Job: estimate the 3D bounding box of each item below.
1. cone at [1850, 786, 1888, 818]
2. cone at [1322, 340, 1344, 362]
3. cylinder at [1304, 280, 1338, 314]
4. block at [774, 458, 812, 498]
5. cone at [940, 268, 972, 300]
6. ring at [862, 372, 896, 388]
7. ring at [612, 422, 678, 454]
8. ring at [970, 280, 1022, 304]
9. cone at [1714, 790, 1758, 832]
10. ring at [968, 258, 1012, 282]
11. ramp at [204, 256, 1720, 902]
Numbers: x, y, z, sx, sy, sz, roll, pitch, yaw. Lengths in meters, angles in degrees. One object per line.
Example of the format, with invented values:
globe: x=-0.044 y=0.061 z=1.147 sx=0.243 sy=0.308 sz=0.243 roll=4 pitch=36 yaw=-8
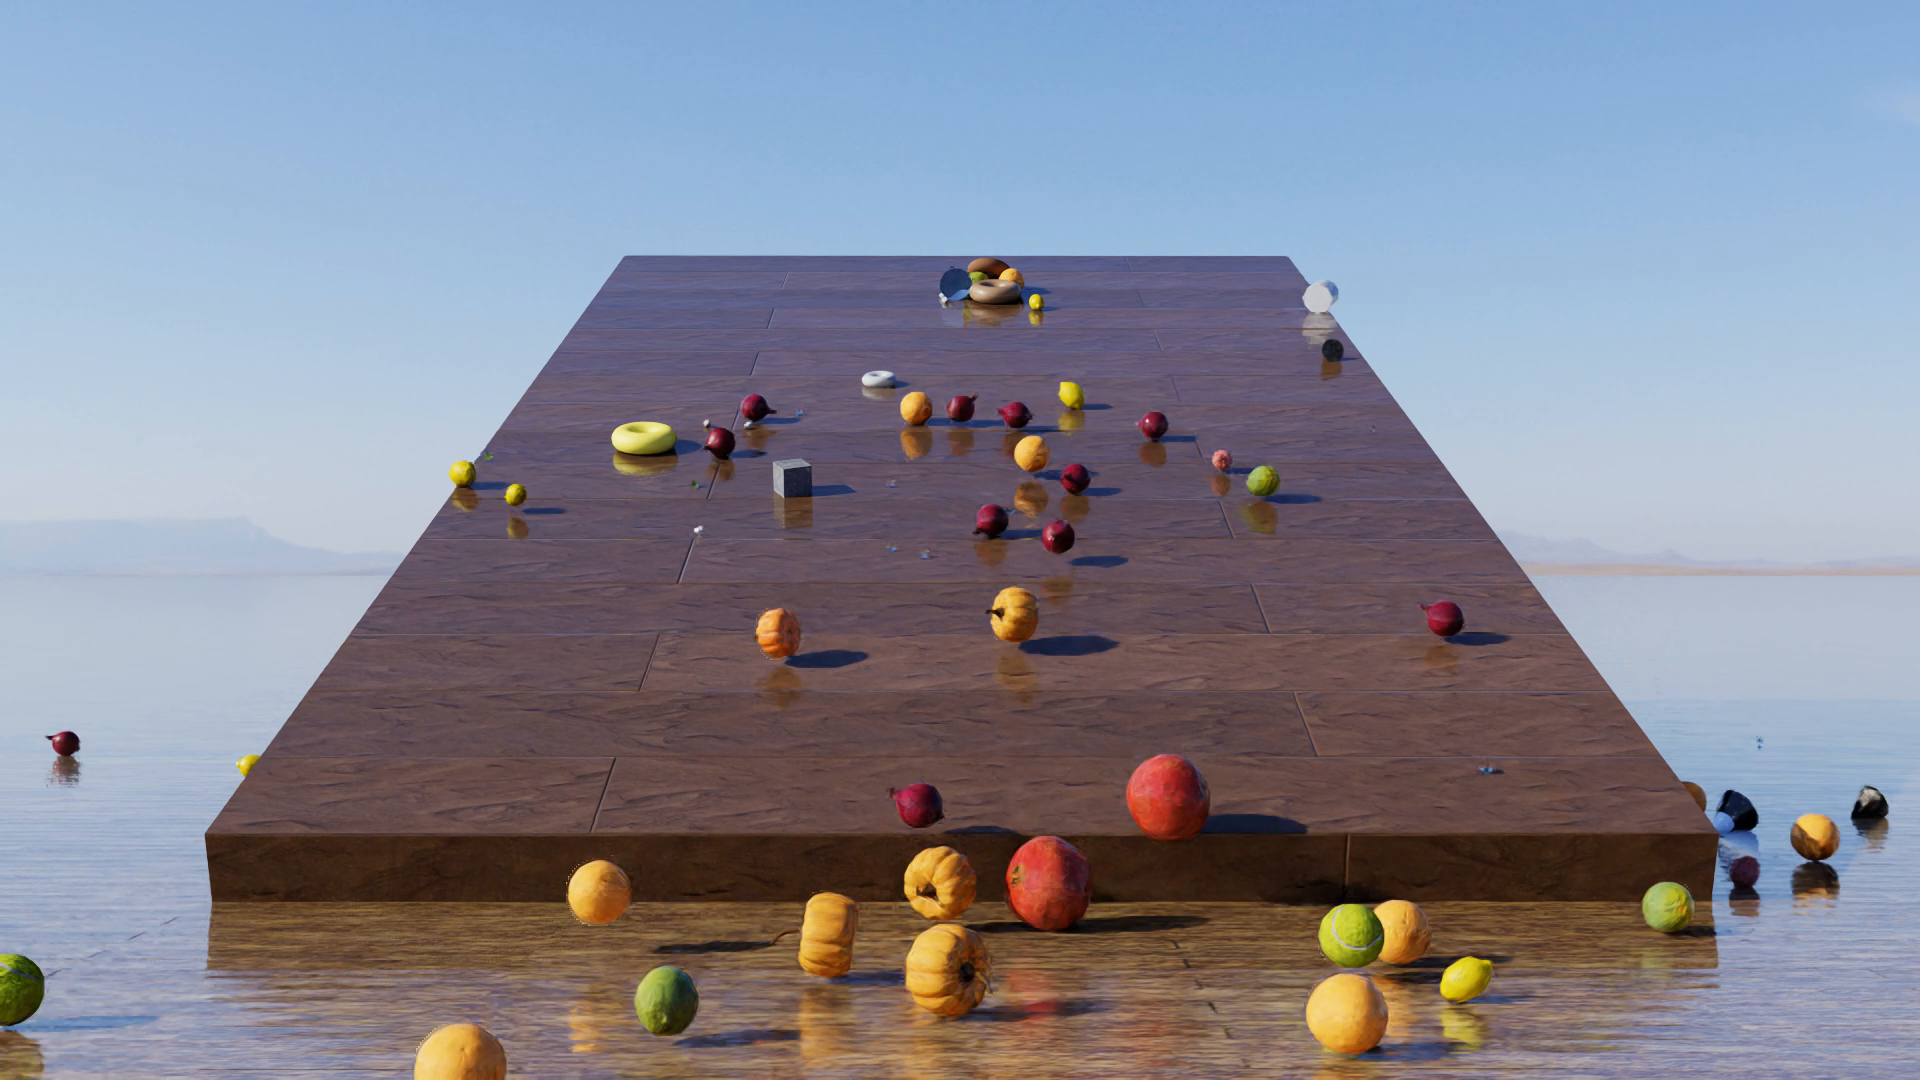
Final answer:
cone: x=1.616 y=0.482 z=4.009 sx=0.061 sy=0.061 sz=0.061 roll=-28 pitch=8 yaw=-17
cone: x=0.905 y=-0.459 z=5.501 sx=0.057 sy=0.057 sz=0.057 roll=0 pitch=-9 yaw=-15
cylinder: x=0.970 y=-0.655 z=6.014 sx=0.078 sy=0.078 sz=0.078 roll=0 pitch=17 yaw=24
block: x=-0.330 y=-0.122 z=4.415 sx=0.059 sy=0.059 sz=0.059 roll=-8 pitch=20 yaw=-23
cone: x=-0.003 y=-0.696 z=6.196 sx=0.090 sy=0.090 sz=0.090 roll=0 pitch=-9 yaw=11
ring: x=-0.189 y=-0.376 z=5.240 sx=0.081 sy=0.027 sz=0.081 roll=-1 pitch=18 yaw=0
ring: x=-0.665 y=-0.214 z=4.717 sx=0.137 sy=0.046 sz=0.137 roll=1 pitch=18 yaw=0
ring: x=0.097 y=-0.681 z=6.141 sx=0.144 sy=0.048 sz=0.144 roll=0 pitch=19 yaw=0
cone: x=1.293 y=0.476 z=3.783 sx=0.077 sy=0.077 sz=0.077 roll=-30 pitch=13 yaw=-26
ring: x=0.083 y=-0.749 z=6.277 sx=0.128 sy=0.043 sz=0.128 roll=7 pitch=-21 yaw=3
ramp: x=-0.004 y=-0.188 z=4.872 sx=2.000 sy=0.100 sz=4.000 roll=0 pitch=18 yaw=0
